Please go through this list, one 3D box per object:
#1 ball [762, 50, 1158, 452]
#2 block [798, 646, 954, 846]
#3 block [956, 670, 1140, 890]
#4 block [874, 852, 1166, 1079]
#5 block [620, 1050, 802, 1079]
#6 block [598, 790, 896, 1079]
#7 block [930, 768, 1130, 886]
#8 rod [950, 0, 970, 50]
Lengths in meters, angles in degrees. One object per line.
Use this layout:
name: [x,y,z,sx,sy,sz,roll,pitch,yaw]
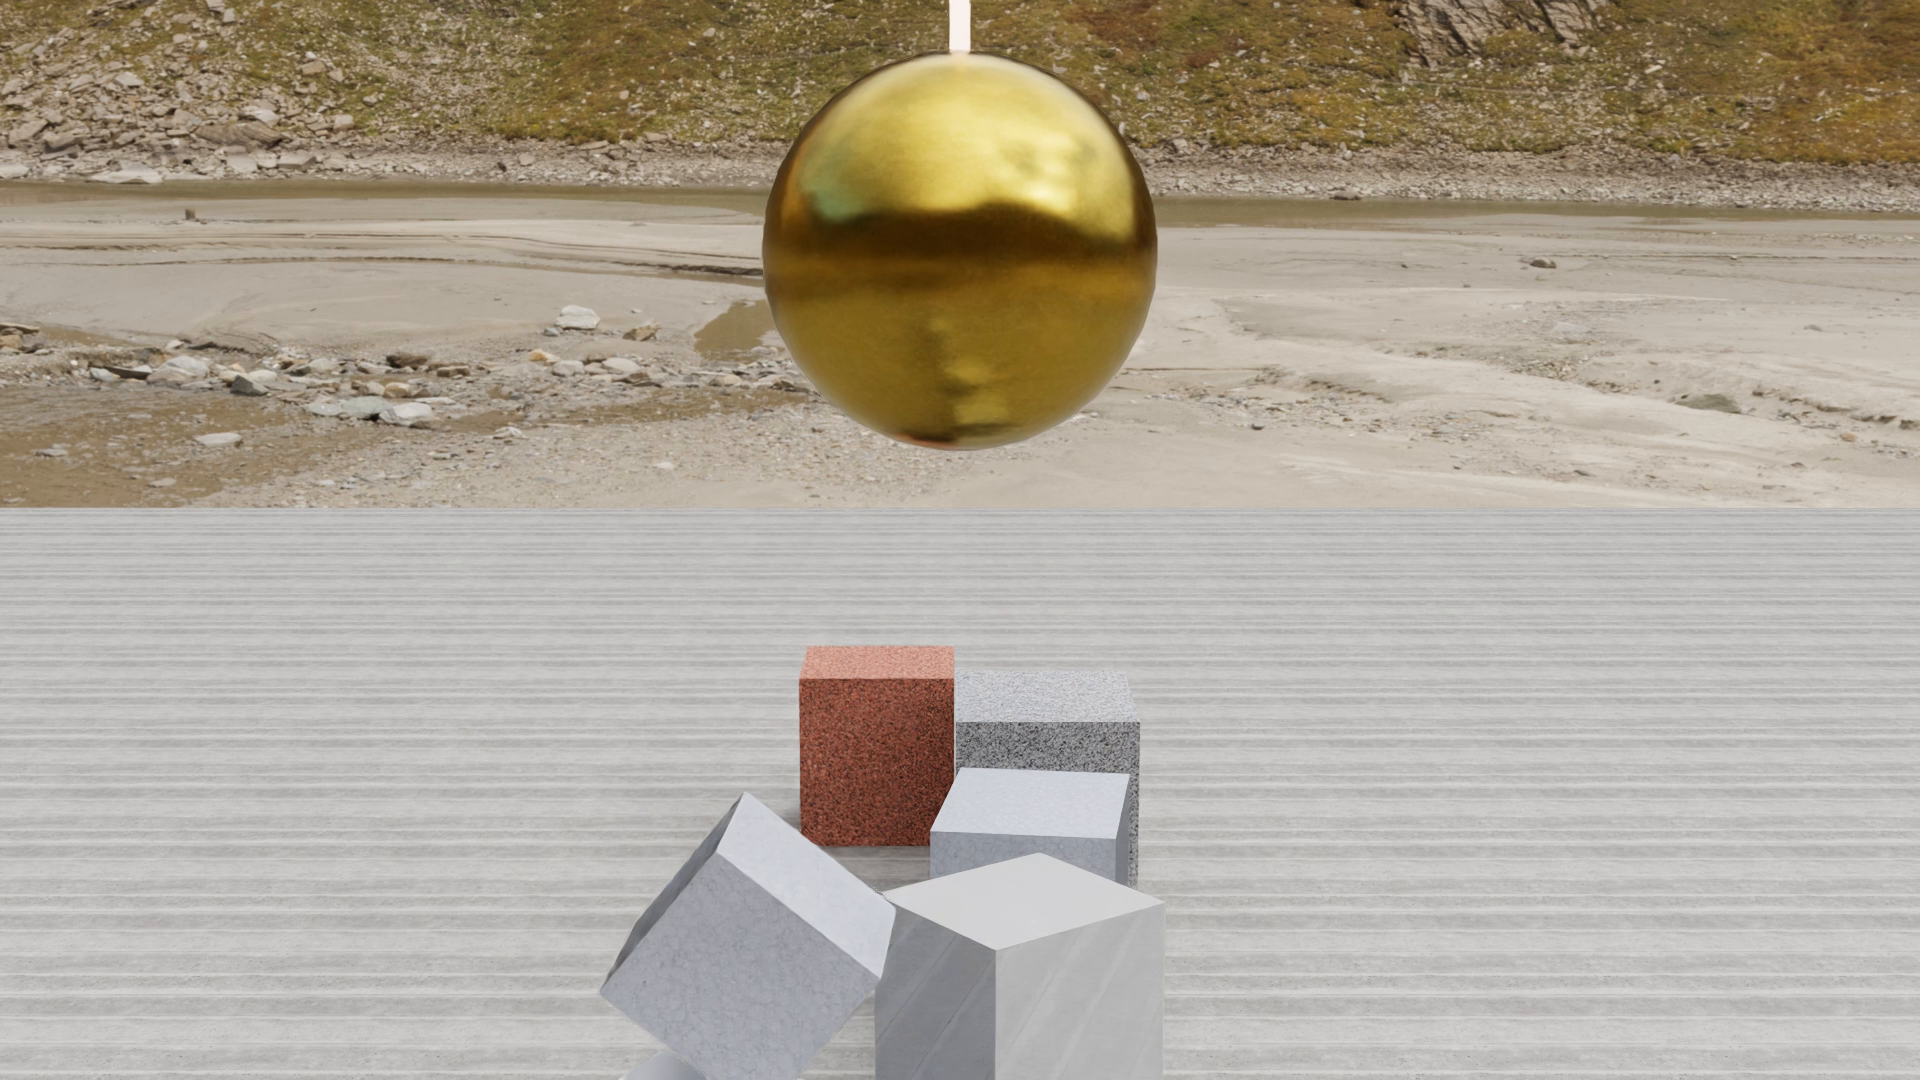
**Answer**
ball: [0.000,-1.159,8.880,1.600,1.600,1.600,0,10,0]
block: [-0.416,1.051,11.353,0.770,0.869,0.710,0,10,0]
block: [0.392,1.192,10.358,0.822,0.948,0.958,0,10,0]
block: [0.209,1.691,7.843,0.764,0.867,0.696,-8,13,-37]
block: [-0.742,2.030,6.349,0.761,0.734,0.782,5,11,24]
block: [-0.614,1.213,6.519,0.593,0.555,0.560,39,11,-5]
block: [0.302,1.483,9.020,0.723,0.855,0.888,1,10,8]
rod: [0.000,-4.511,9.455,0.080,5.200,0.080,0,-10,0]
